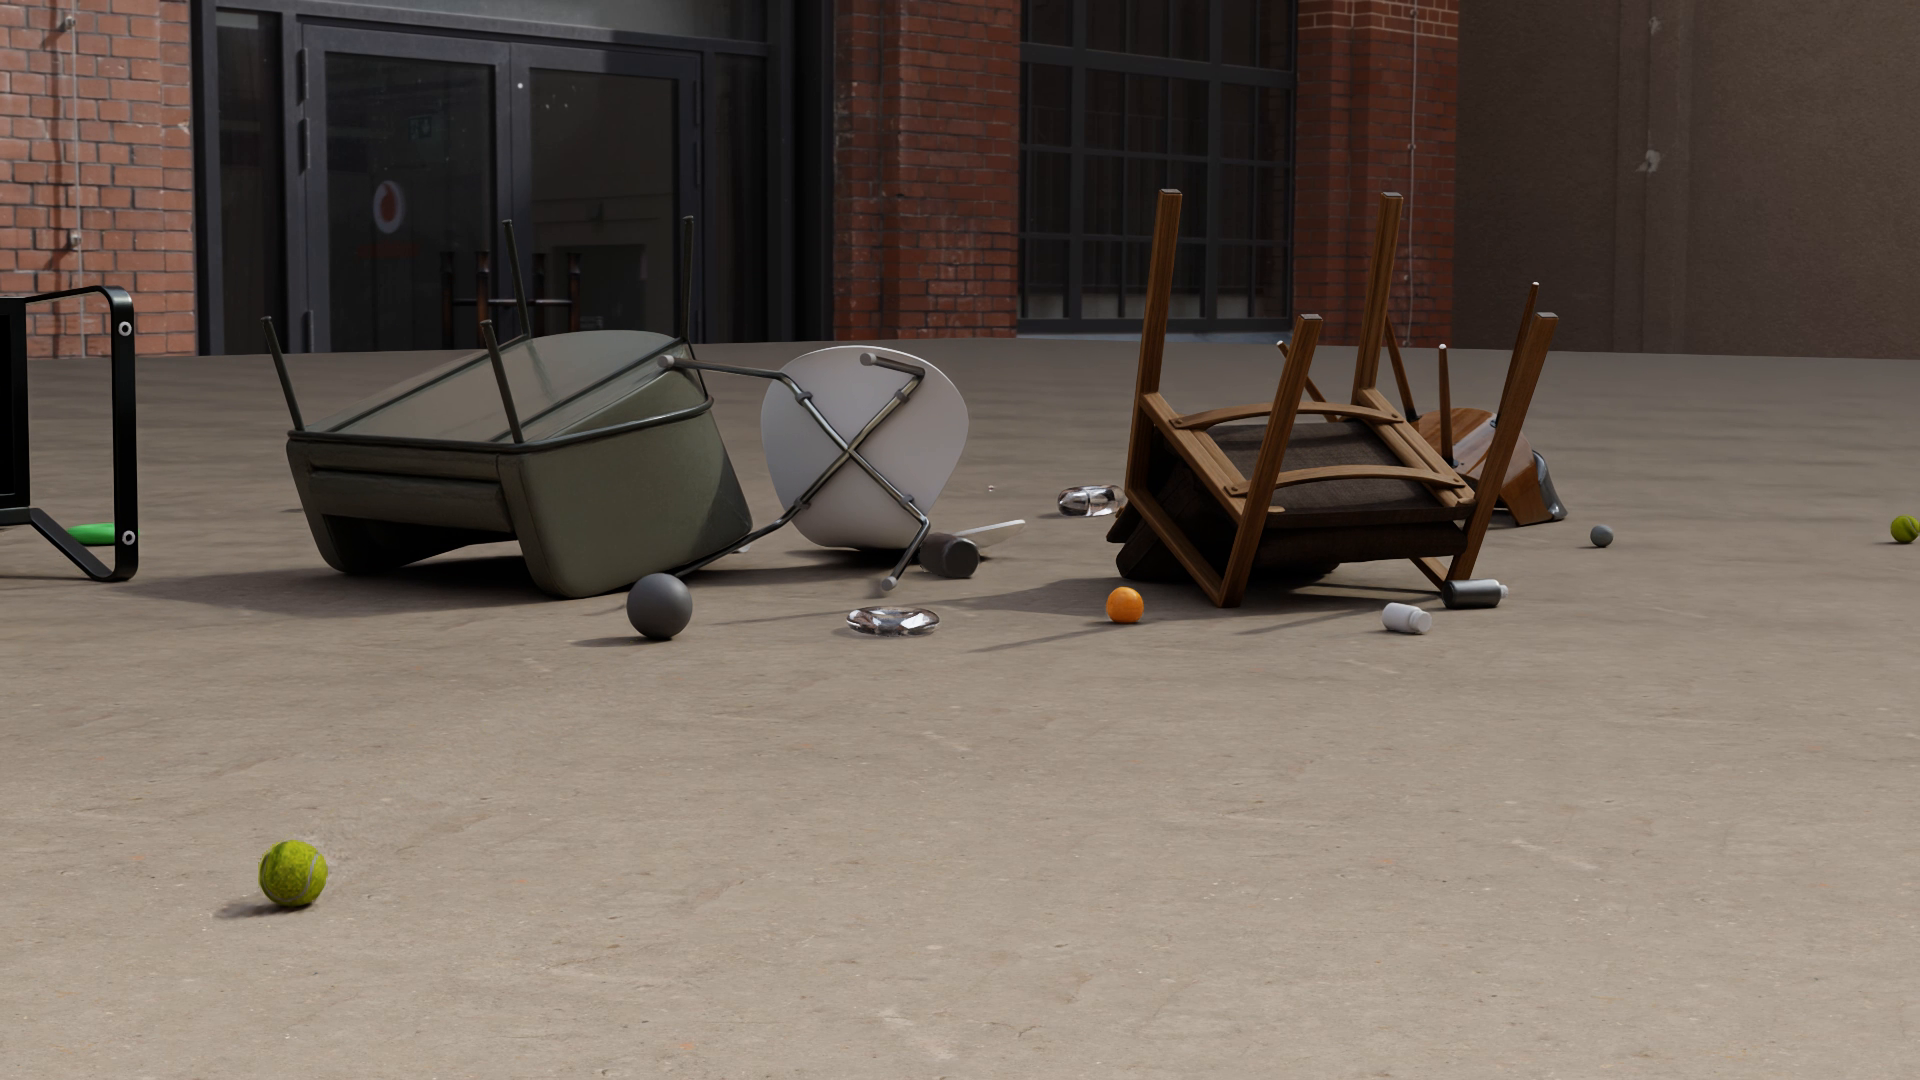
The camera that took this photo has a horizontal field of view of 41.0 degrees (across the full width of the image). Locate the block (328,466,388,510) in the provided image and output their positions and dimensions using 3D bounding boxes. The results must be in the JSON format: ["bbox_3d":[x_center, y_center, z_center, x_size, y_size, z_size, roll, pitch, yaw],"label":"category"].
[{"bbox_3d":[-1.703,-0.147,7.265,0.143,0.117,0.111,0,6,1],"label":"block"}]

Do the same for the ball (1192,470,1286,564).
[{"bbox_3d":[0.642,-0.054,5.894,0.214,0.214,0.214,0,6,0],"label":"ball"}]

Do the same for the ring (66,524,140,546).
[{"bbox_3d":[-2.120,-0.014,6.341,0.176,0.044,0.177,-6,7,-40],"label":"ring"}]

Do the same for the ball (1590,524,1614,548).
[{"bbox_3d":[1.562,-0.010,6.243,0.055,0.055,0.055,0,6,0],"label":"ball"}]

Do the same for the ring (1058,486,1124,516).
[{"bbox_3d":[0.365,-0.110,7.124,0.139,0.074,0.308,2,5,31],"label":"ring"}]

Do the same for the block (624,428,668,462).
[{"bbox_3d":[-1.115,-0.336,9.122,0.092,0.113,0.130,-5,8,-42],"label":"block"}]

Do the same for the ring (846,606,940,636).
[{"bbox_3d":[-0.124,0.150,4.767,0.173,0.039,0.206,-1,5,-14],"label":"ring"}]

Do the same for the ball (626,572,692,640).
[{"bbox_3d":[-0.546,0.120,4.660,0.120,0.120,0.120,0,6,0],"label":"ball"}]
